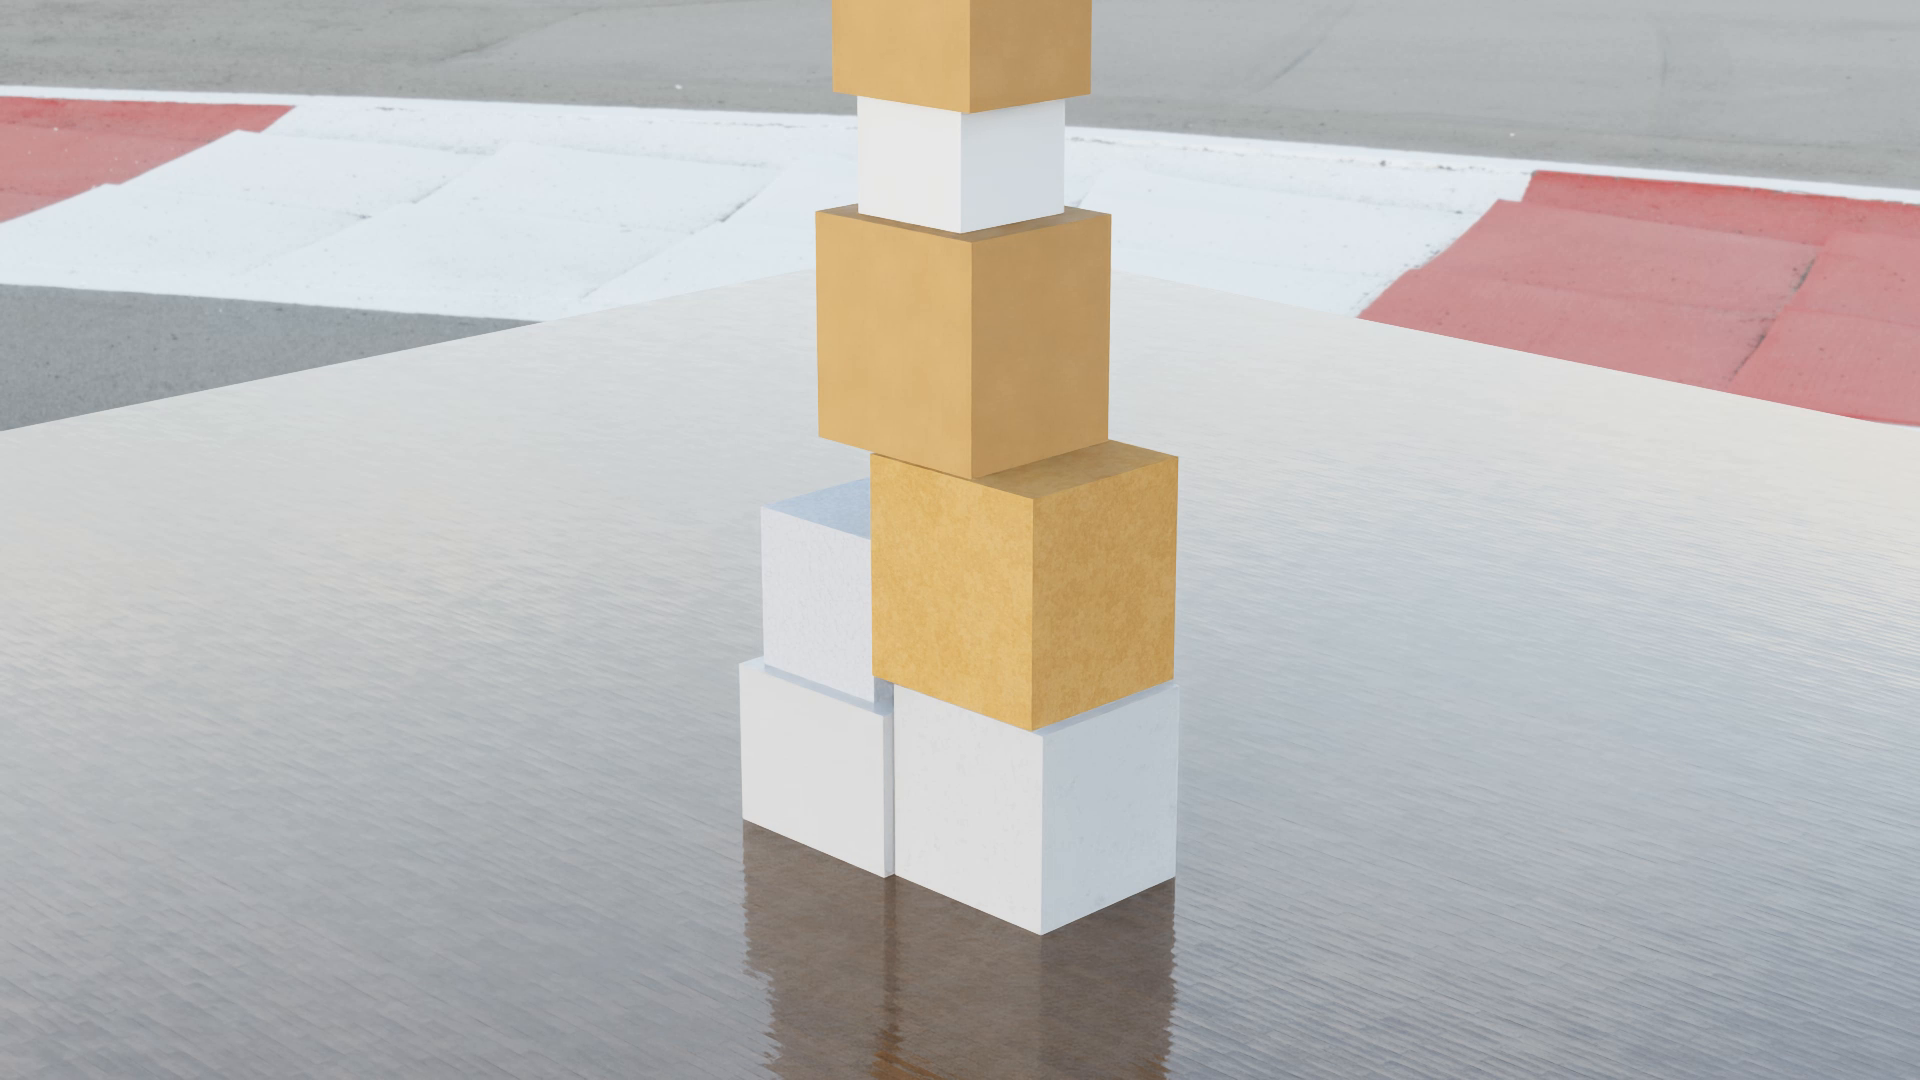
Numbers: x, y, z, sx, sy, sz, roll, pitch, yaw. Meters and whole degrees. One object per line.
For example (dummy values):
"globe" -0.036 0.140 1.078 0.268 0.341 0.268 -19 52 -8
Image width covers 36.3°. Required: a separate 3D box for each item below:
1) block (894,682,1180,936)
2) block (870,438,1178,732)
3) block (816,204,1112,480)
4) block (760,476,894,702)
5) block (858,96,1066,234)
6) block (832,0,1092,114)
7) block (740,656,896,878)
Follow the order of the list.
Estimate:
"block" 0.345 1.094 13.310 0.895 0.931 0.921 -17 24 -42
"block" 0.283 0.123 13.110 0.930 1.043 0.997 -17 24 -42
"block" 0.013 -0.949 13.058 0.874 1.033 0.972 -17 24 -42
"block" -0.366 0.204 13.769 0.830 0.774 0.756 -17 24 -42
"block" 0.006 -1.690 12.817 0.642 0.528 0.635 -17 24 -42
"block" 0.007 -2.271 12.635 0.744 0.690 0.840 -17 24 -42
"block" -0.343 0.959 13.974 0.996 0.790 0.986 -17 24 -42
